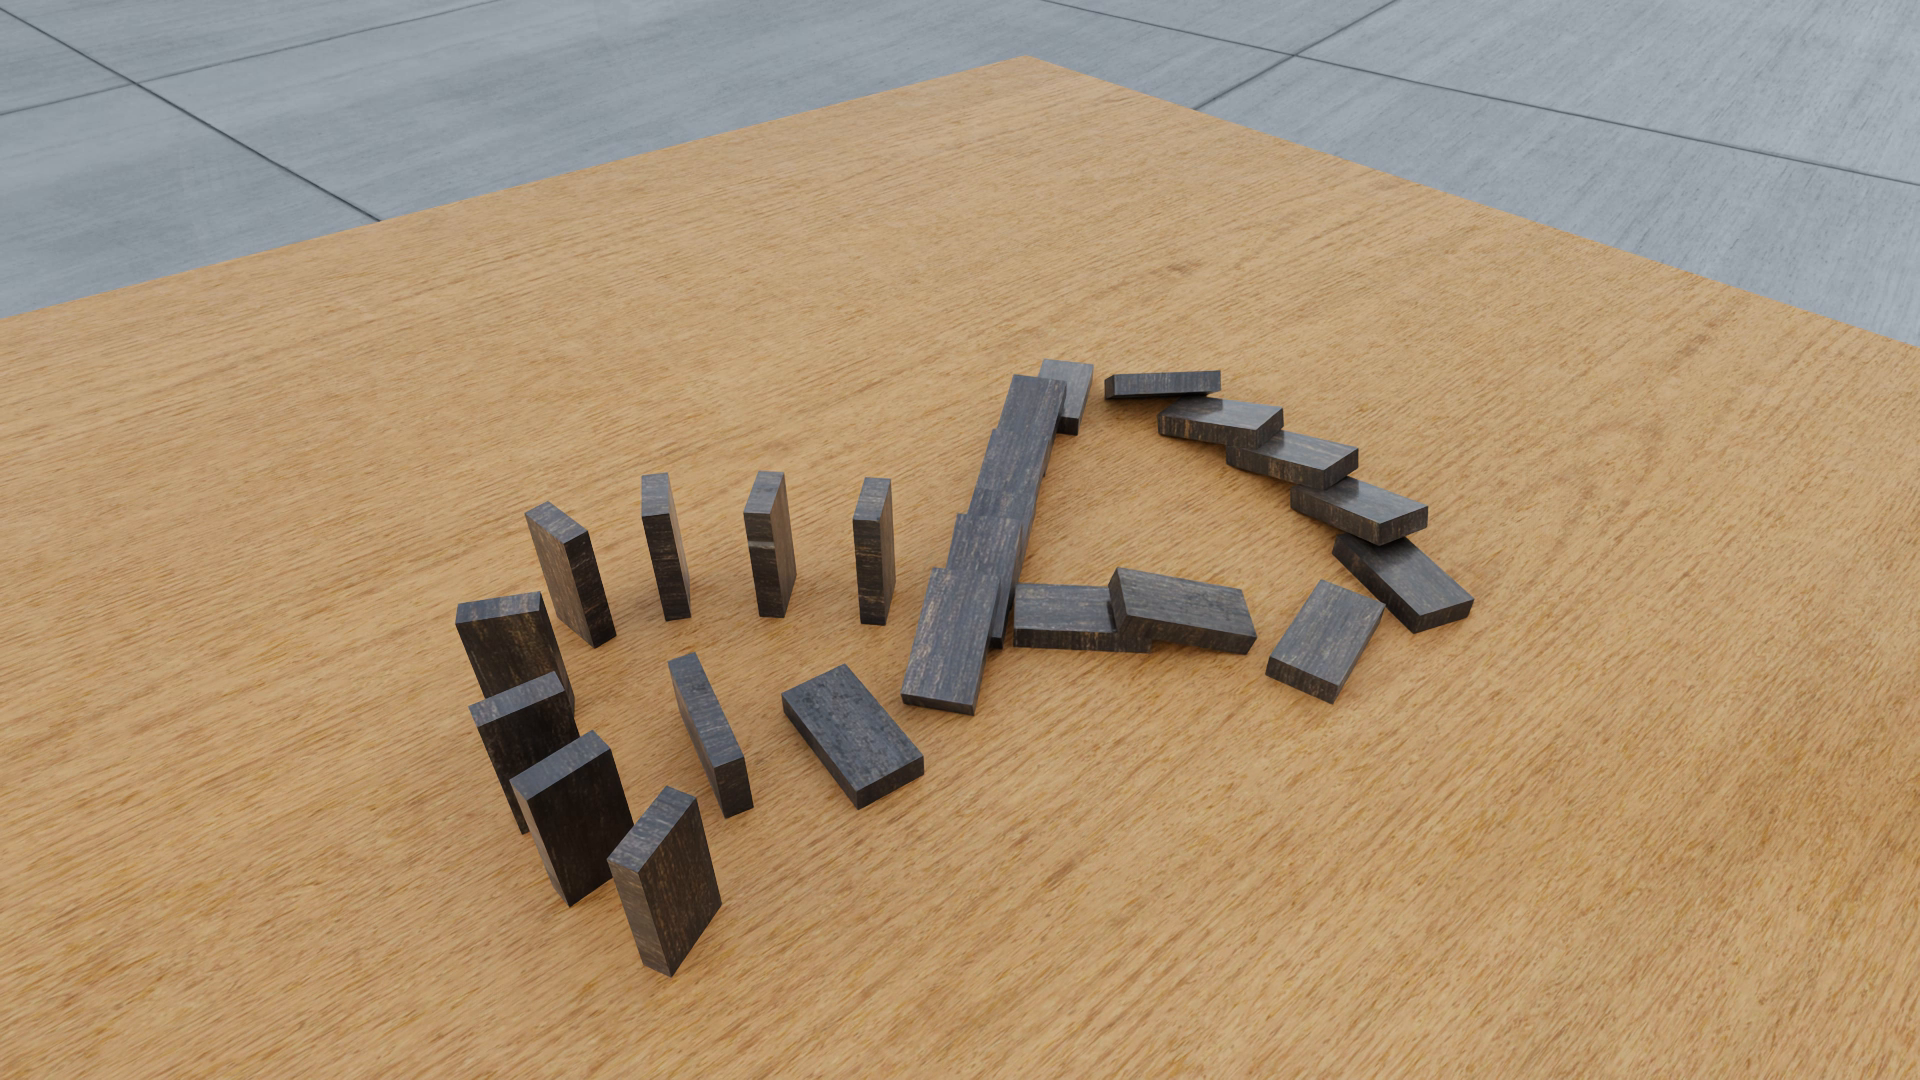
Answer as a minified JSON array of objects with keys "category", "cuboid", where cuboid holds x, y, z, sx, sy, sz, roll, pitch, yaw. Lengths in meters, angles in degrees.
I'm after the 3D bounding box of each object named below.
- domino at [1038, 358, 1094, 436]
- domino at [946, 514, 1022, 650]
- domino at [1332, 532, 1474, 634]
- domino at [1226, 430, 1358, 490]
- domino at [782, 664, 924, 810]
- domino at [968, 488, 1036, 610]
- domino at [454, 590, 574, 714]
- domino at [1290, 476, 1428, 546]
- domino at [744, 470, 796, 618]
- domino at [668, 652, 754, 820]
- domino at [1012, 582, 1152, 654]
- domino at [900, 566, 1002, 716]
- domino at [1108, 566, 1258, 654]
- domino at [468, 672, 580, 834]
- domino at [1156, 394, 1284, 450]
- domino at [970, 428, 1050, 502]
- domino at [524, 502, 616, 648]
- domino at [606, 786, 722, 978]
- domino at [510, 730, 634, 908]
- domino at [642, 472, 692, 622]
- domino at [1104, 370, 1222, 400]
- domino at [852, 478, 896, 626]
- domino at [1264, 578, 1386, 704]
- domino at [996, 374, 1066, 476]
[{"category":"domino","cuboid":[0.048,-0.069,0.528,0.025,0.010,0.050,9,40,10]},{"category":"domino","cuboid":[0.007,0.015,0.410,0.025,0.009,0.050,6,60,9]},{"category":"domino","cuboid":[0.171,0.014,0.427,0.025,0.009,0.050,-14,41,-16]},{"category":"domino","cuboid":[0.144,-0.036,0.478,0.025,0.010,0.050,-29,33,-30]},{"category":"domino","cuboid":[-0.036,0.064,0.365,0.025,0.009,0.050,-24,45,-26]},{"category":"domino","cuboid":[0.013,0.003,0.432,0.025,0.010,0.050,9,53,11]},{"category":"domino","cuboid":[-0.145,0.040,0.362,0.025,0.050,0.010,-9,40,-11]},{"category":"domino","cuboid":[0.162,-0.014,0.449,0.025,0.009,0.050,-18,26,-21]},{"category":"domino","cuboid":[-0.070,0.002,0.409,0.010,0.050,0.025,3,39,3]},{"category":"domino","cuboid":[-0.081,0.062,0.355,0.009,0.025,0.050,-18,43,-21]},{"category":"domino","cuboid":[0.045,0.029,0.408,0.050,0.010,0.025,2,39,3]},{"category":"domino","cuboid":[-0.003,0.035,0.387,0.025,0.009,0.050,8,60,10]},{"category":"domino","cuboid":[0.081,0.026,0.401,0.050,0.010,0.025,10,40,-12]},{"category":"domino","cuboid":[-0.128,0.065,0.332,0.025,0.050,0.009,-23,45,-26]},{"category":"domino","cuboid":[0.118,-0.054,0.500,0.050,0.010,0.025,15,38,40]},{"category":"domino","cuboid":[0.021,-0.024,0.465,0.025,0.010,0.050,9,53,11]},{"category":"domino","cuboid":[-0.140,0.013,0.396,0.025,0.050,0.009,30,48,31]},{"category":"domino","cuboid":[-0.079,0.093,0.298,0.010,0.050,0.025,16,42,18]},{"category":"domino","cuboid":[-0.108,0.080,0.314,0.025,0.050,0.009,-32,49,-33]},{"category":"domino","cuboid":[-0.109,0.003,0.408,0.010,0.050,0.025,-8,40,-10]},{"category":"domino","cuboid":[0.096,-0.074,0.523,0.050,0.009,0.025,-3,3,-3]},{"category":"domino","cuboid":[-0.031,0.005,0.406,0.010,0.050,0.025,4,39,5]},{"category":"domino","cuboid":[0.133,0.036,0.400,0.025,0.010,0.050,24,45,26]},{"category":"domino","cuboid":[0.031,-0.052,0.497,0.025,0.009,0.050,10,55,11]}]
